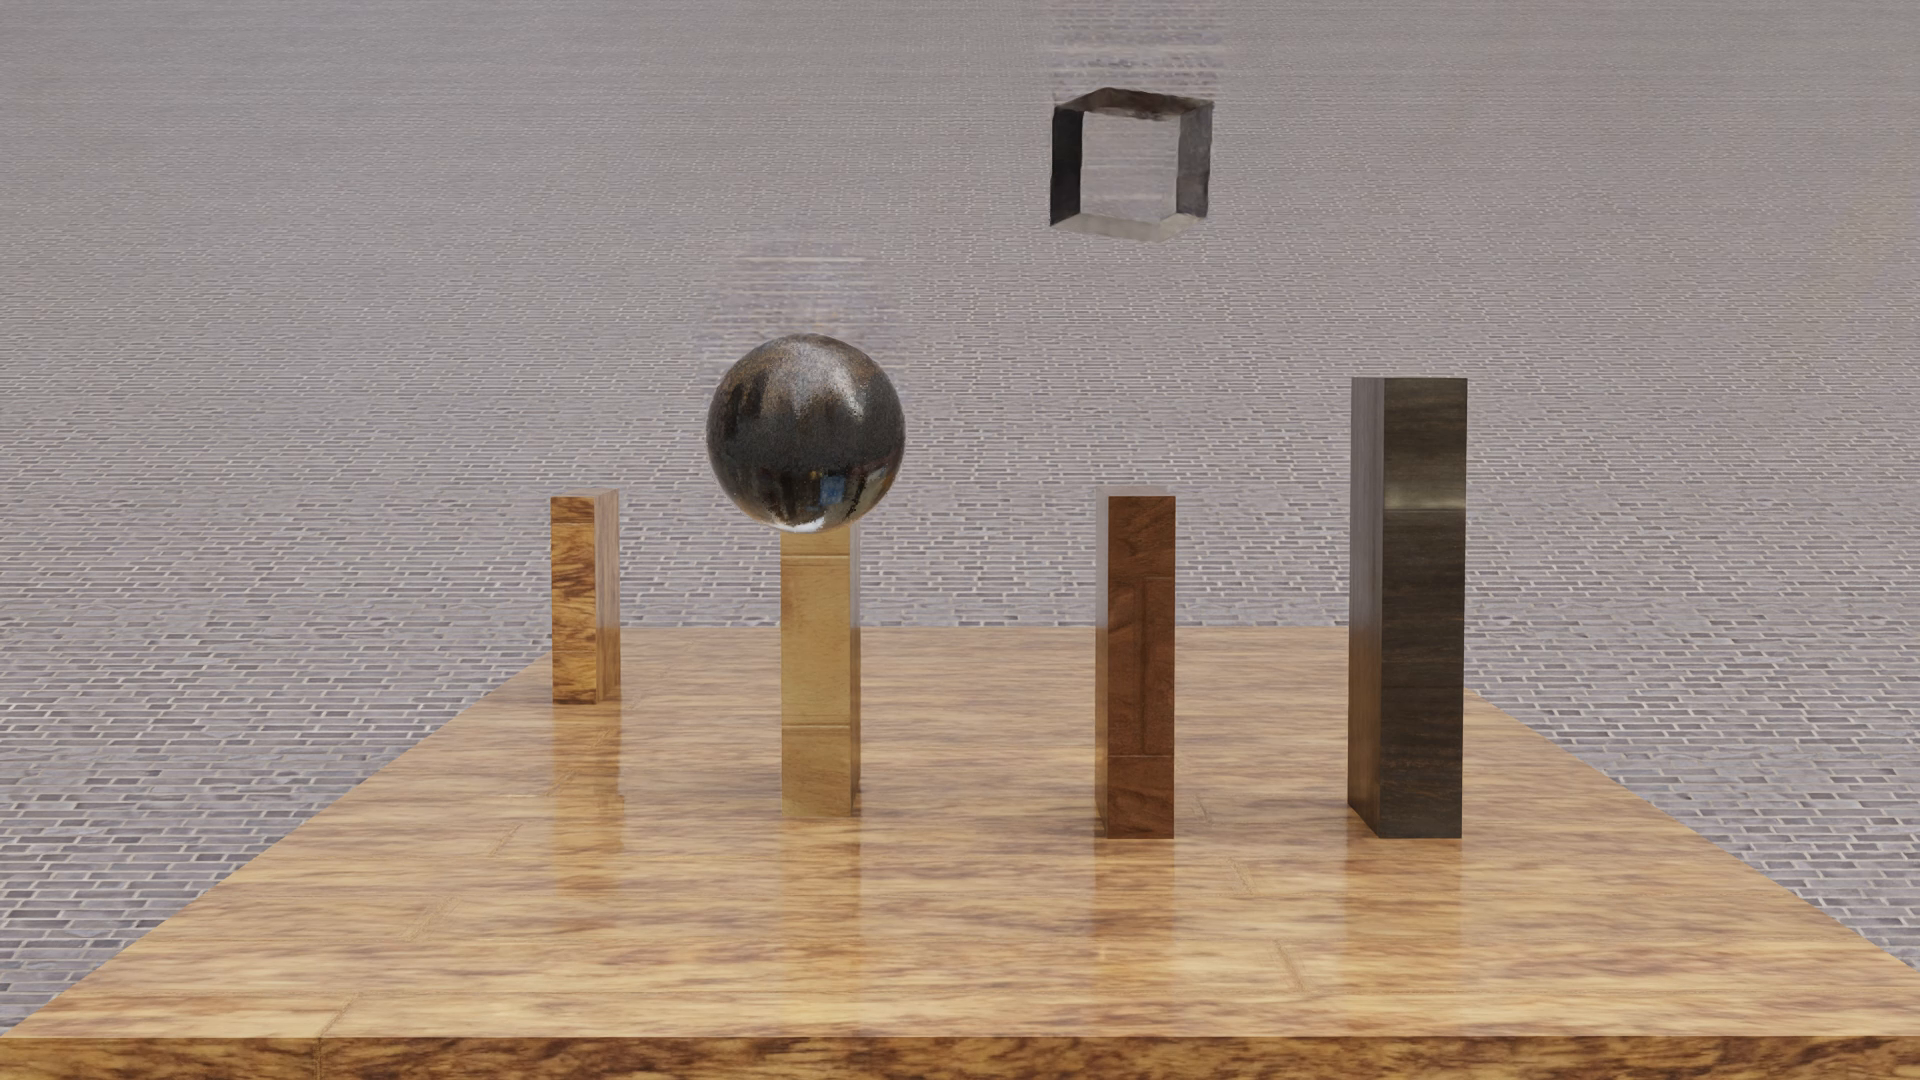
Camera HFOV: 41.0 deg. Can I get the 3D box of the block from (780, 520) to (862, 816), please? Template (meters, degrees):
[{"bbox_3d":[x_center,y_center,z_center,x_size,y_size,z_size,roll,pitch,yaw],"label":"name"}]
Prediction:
[{"bbox_3d":[-0.212,0.085,3.971,0.101,0.617,0.420,0,4,0],"label":"block"}]

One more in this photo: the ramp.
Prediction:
[{"bbox_3d":[0.045,0.406,4.538,2.000,0.100,4.000,0,4,0],"label":"ramp"}]

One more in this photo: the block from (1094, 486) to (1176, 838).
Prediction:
[{"bbox_3d":[0.253,0.169,3.743,0.094,0.482,0.316,0,4,0],"label":"block"}]

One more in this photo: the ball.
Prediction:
[{"bbox_3d":[-0.153,-0.105,2.543,0.198,0.198,0.198,0,19,0],"label":"ball"}]

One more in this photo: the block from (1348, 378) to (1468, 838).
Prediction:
[{"bbox_3d":[0.646,0.087,3.729,0.115,0.645,0.297,0,4,0],"label":"block"}]

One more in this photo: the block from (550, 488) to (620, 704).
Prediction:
[{"bbox_3d":[-0.757,0.107,5.209,0.085,0.408,0.371,0,4,0],"label":"block"}]

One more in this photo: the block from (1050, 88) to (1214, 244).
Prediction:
[{"bbox_3d":[0.164,-0.358,2.443,0.114,0.114,0.114,12,24,25],"label":"block"}]
